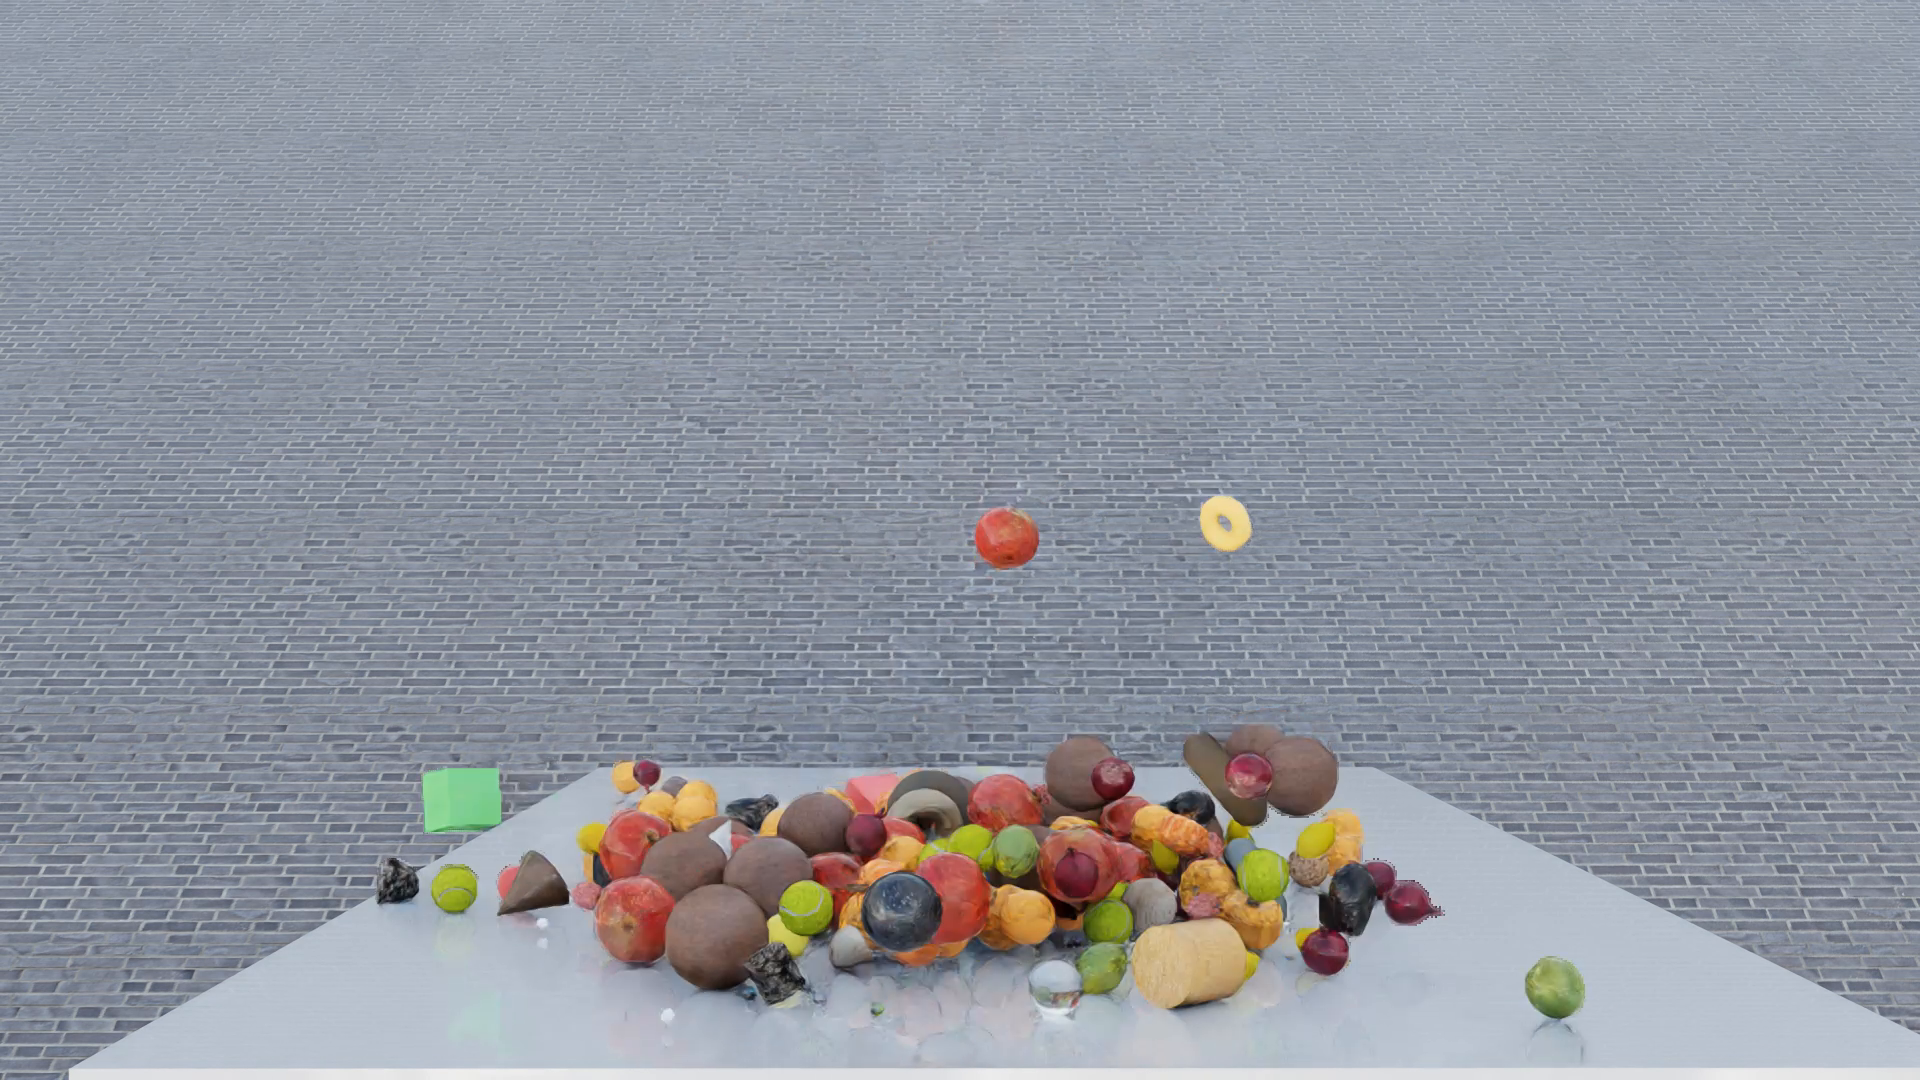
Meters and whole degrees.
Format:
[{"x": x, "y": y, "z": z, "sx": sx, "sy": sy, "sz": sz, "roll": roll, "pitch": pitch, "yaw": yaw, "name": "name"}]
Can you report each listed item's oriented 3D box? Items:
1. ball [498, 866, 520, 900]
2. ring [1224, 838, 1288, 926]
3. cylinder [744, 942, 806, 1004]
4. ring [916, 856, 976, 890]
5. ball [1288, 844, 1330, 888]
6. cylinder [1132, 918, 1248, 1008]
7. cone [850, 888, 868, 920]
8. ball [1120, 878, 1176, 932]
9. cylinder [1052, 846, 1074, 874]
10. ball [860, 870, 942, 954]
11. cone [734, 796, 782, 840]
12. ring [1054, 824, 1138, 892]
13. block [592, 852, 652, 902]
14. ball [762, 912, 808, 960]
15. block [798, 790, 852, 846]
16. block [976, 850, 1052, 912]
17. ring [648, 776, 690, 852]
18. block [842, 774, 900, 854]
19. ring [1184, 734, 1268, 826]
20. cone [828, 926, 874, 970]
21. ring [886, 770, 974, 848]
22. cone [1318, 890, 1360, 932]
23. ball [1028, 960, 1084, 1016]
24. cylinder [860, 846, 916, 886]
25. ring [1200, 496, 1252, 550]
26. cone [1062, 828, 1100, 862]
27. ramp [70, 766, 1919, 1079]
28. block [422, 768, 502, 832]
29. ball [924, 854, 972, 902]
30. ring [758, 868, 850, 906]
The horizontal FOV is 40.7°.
[{"x": -0.682, "y": 0.533, "z": 3.989, "sx": 0.060, "sy": 0.060, "sz": 0.060, "roll": 0, "pitch": 31, "yaw": 0, "name": "ball"}, {"x": 0.425, "y": 0.491, "z": 3.718, "sx": 0.046, "sy": 0.139, "sz": 0.139, "roll": -27, "pitch": 36, "yaw": -4, "name": "ring"}, {"x": -0.222, "y": 0.518, "z": 3.097, "sx": 0.054, "sy": 0.054, "sz": 0.054, "roll": -27, "pitch": 10, "yaw": 5, "name": "cylinder"}, {"x": -0.009, "y": 0.541, "z": 4.206, "sx": 0.143, "sy": 0.048, "sz": 0.143, "roll": -4, "pitch": -2, "yaw": 0, "name": "ring"}, {"x": 0.567, "y": 0.530, "z": 4.212, "sx": 0.069, "sy": 0.069, "sz": 0.069, "roll": 0, "pitch": 31, "yaw": 0, "name": "ball"}, {"x": 0.275, "y": 0.506, "z": 3.099, "sx": 0.098, "sy": 0.098, "sz": 0.098, "roll": 1, "pitch": 23, "yaw": -44, "name": "cylinder"}, {"x": -0.149, "y": 0.549, "z": 3.824, "sx": 0.055, "sy": 0.055, "sz": 0.055, "roll": 24, "pitch": 48, "yaw": -30, "name": "cone"}, {"x": 0.261, "y": 0.506, "z": 3.587, "sx": 0.078, "sy": 0.078, "sz": 0.078, "roll": 0, "pitch": 31, "yaw": 0, "name": "ball"}, {"x": 0.188, "y": 0.536, "z": 4.381, "sx": 0.055, "sy": 0.055, "sz": 0.055, "roll": 12, "pitch": -2, "yaw": 19, "name": "cylinder"}, {"x": -0.069, "y": 0.437, "z": 3.047, "sx": 0.096, "sy": 0.096, "sz": 0.096, "roll": 0, "pitch": 31, "yaw": 0, "name": "ball"}, {"x": -0.384, "y": 0.507, "z": 4.736, "sx": 0.083, "sy": 0.083, "sz": 0.083, "roll": 11, "pitch": 17, "yaw": -46, "name": "cone"}, {"x": 0.217, "y": 0.509, "z": 4.131, "sx": 0.146, "sy": 0.146, "sz": 0.049, "roll": 21, "pitch": 62, "yaw": 30, "name": "ring"}, {"x": -0.532, "y": 0.530, "z": 4.079, "sx": 0.068, "sy": 0.068, "sz": 0.068, "roll": 0, "pitch": -1, "yaw": -36, "name": "block"}, {"x": -0.232, "y": 0.526, "z": 3.434, "sx": 0.063, "sy": 0.063, "sz": 0.063, "roll": 0, "pitch": 31, "yaw": 0, "name": "ball"}, {"x": -0.229, "y": 0.471, "z": 4.395, "sx": 0.061, "sy": 0.061, "sz": 0.061, "roll": 24, "pitch": 20, "yaw": 7, "name": "block"}, {"x": 0.081, "y": 0.521, "z": 3.965, "sx": 0.082, "sy": 0.082, "sz": 0.082, "roll": 0, "pitch": 0, "yaw": -44, "name": "block"}, {"x": -0.526, "y": 0.496, "z": 4.687, "sx": 0.047, "sy": 0.141, "sz": 0.141, "roll": 15, "pitch": 33, "yaw": 4, "name": "ring"}, {"x": -0.150, "y": 0.500, "z": 4.742, "sx": 0.098, "sy": 0.098, "sz": 0.098, "roll": -2, "pitch": 29, "yaw": -35, "name": "block"}, {"x": 0.355, "y": 0.321, "z": 3.473, "sx": 0.049, "sy": 0.148, "sz": 0.148, "roll": -40, "pitch": 38, "yaw": 1, "name": "ring"}, {"x": -0.128, "y": 0.531, "z": 3.333, "sx": 0.058, "sy": 0.058, "sz": 0.058, "roll": -27, "pitch": 24, "yaw": -36, "name": "cone"}, {"x": -0.046, "y": 0.419, "z": 3.955, "sx": 0.135, "sy": 0.135, "sz": 0.045, "roll": -5, "pitch": -2, "yaw": -9, "name": "ring"}, {"x": 0.492, "y": 0.481, "z": 3.448, "sx": 0.061, "sy": 0.061, "sz": 0.061, "roll": -20, "pitch": 50, "yaw": 25, "name": "cone"}, {"x": 0.112, "y": 0.521, "z": 3.015, "sx": 0.065, "sy": 0.065, "sz": 0.065, "roll": 0, "pitch": 31, "yaw": 0, "name": "ball"}, {"x": -0.114, "y": 0.527, "z": 4.156, "sx": 0.070, "sy": 0.070, "sz": 0.070, "roll": 12, "pitch": -1, "yaw": 19, "name": "cylinder"}, {"x": 0.446, "y": -0.028, "z": 4.350, "sx": 0.096, "sy": 0.096, "sz": 0.032, "roll": 22, "pitch": 33, "yaw": 31, "name": "ring"}, {"x": 0.168, "y": 0.436, "z": 3.772, "sx": 0.052, "sy": 0.052, "sz": 0.052, "roll": 18, "pitch": 35, "yaw": 41, "name": "cone"}, {"x": 0.070, "y": 0.619, "z": 4.701, "sx": 2.000, "sy": 0.100, "sz": 4.000, "roll": 0, "pitch": -1, "yaw": 0, "name": "ramp"}, {"x": -0.766, "y": 0.400, "z": 3.988, "sx": 0.087, "sy": 0.087, "sz": 0.087, "roll": 2, "pitch": -13, "yaw": -36, "name": "block"}, {"x": -0.018, "y": 0.526, "z": 4.022, "sx": 0.075, "sy": 0.075, "sz": 0.075, "roll": 0, "pitch": 31, "yaw": 0, "name": "ball"}, {"x": -0.241, "y": 0.540, "z": 4.023, "sx": 0.143, "sy": 0.048, "sz": 0.143, "roll": 1, "pitch": -1, "yaw": 0, "name": "ring"}]
